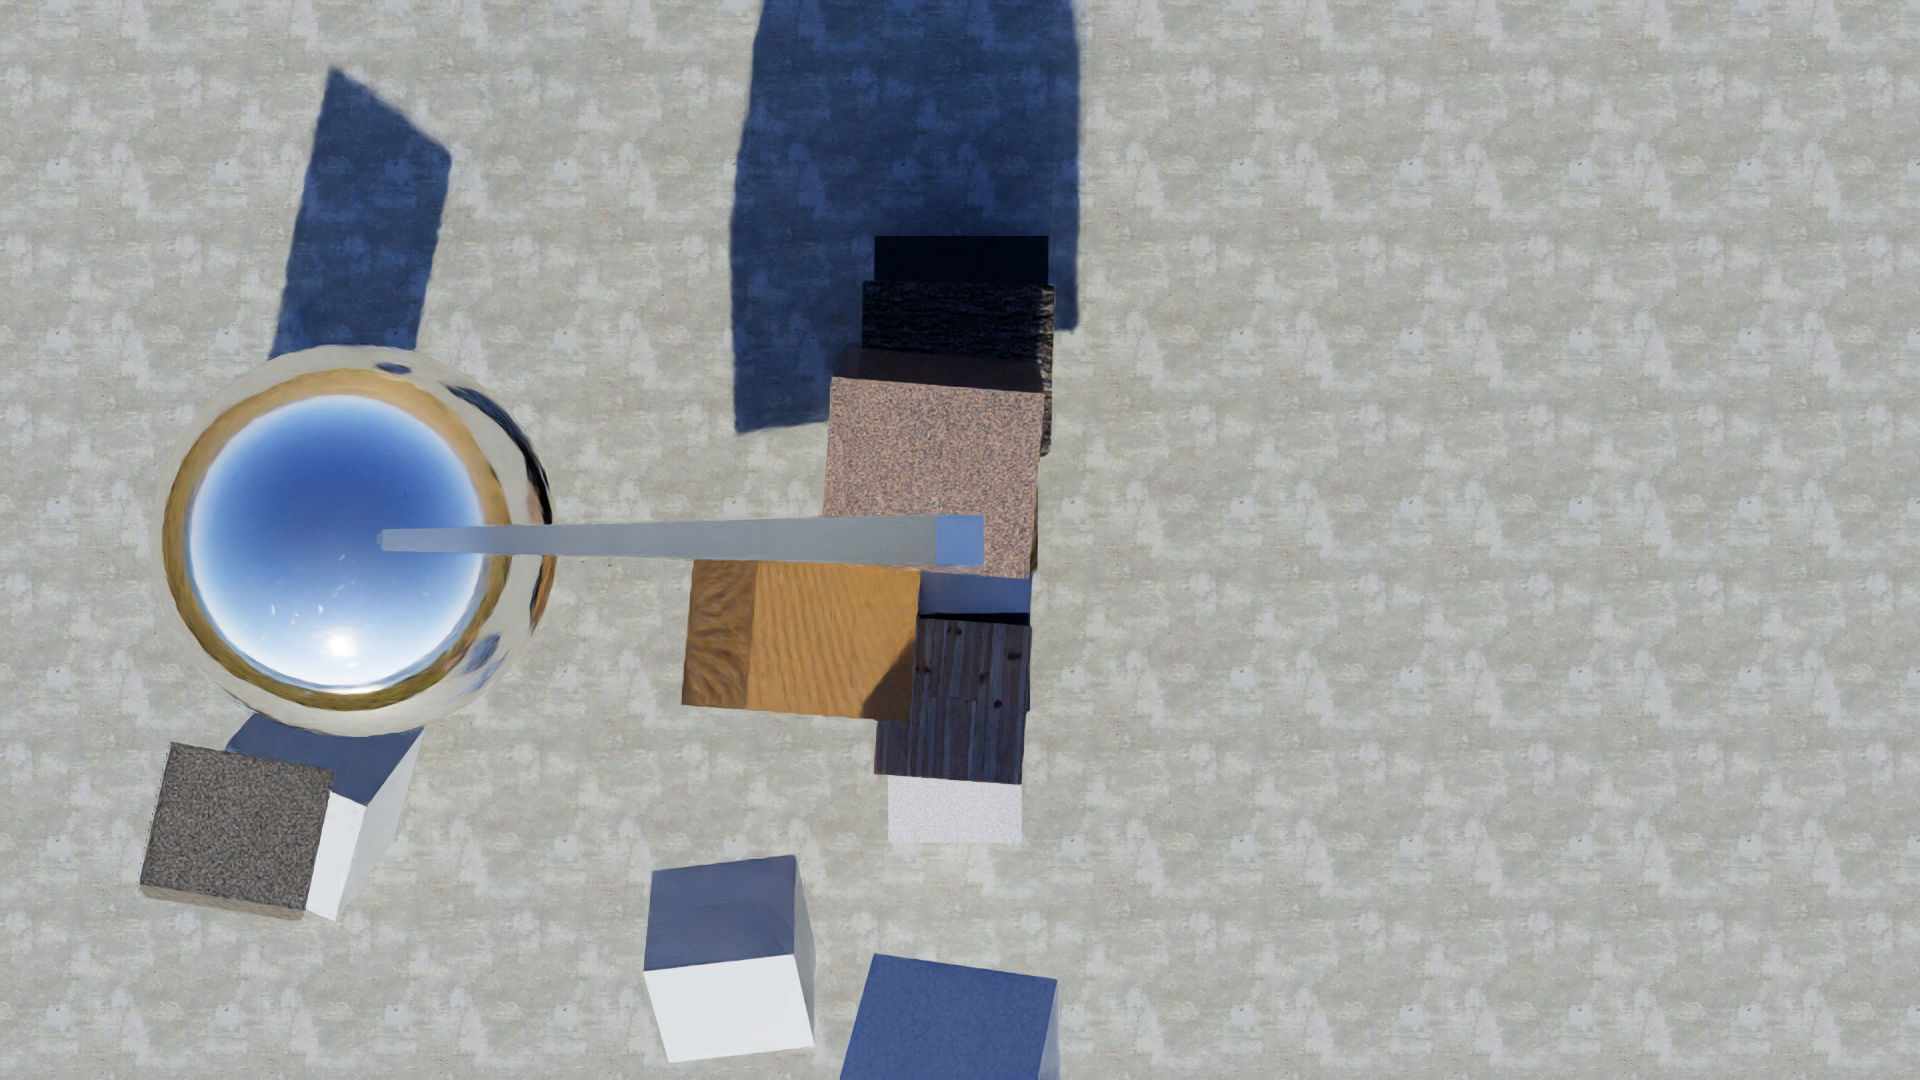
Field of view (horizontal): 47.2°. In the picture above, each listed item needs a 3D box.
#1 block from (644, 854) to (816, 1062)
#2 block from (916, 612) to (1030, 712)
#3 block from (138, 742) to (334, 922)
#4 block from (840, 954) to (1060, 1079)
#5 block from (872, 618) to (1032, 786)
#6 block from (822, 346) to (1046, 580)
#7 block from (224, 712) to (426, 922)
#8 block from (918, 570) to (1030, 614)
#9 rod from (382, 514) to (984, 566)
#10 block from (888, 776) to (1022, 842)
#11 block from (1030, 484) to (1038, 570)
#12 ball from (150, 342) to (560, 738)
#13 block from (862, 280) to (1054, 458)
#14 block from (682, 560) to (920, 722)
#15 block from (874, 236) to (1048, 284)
[{"bbox_3d":[-1.139,2.093,11.016,0.730,0.687,0.658,-7,126,1],"label":"block"},{"bbox_3d":[-0.011,0.572,12.617,0.802,0.765,0.762,0,90,0],"label":"block"},{"bbox_3d":[-3.710,1.515,11.305,0.798,0.765,0.712,12,73,-15],"label":"block"},{"bbox_3d":[-0.040,2.595,10.423,0.888,0.821,0.818,6,135,10],"label":"block"},{"bbox_3d":[-0.036,0.851,11.759,0.763,0.898,0.818,4,86,0],"label":"block"},{"bbox_3d":[-0.132,-0.394,10.716,0.988,0.950,0.887,5,103,-1],"label":"block"},{"bbox_3d":[-3.655,1.438,12.431,0.827,0.754,0.925,24,123,0],"label":"block"},{"bbox_3d":[0.019,-0.028,11.739,0.678,0.700,0.815,-1,90,0],"label":"block"},{"bbox_3d":[-1.055,0.000,5.815,0.080,5.200,0.080,0,90,-24],"label":"rod"},{"bbox_3d":[-0.028,1.323,12.601,0.740,0.799,0.711,0,90,0],"label":"block"},{"bbox_3d":[0.015,-0.296,12.545,0.820,0.911,0.931,0,90,0],"label":"block"},{"bbox_3d":[-2.435,0.000,8.923,1.600,1.600,1.600,0,90,0],"label":"ball"},{"bbox_3d":[-0.016,-0.888,11.638,0.977,0.903,0.842,1,90,0],"label":"block"},{"bbox_3d":[-0.816,0.483,11.177,0.880,0.859,0.796,7,85,-28],"label":"block"},{"bbox_3d":[0.007,-1.220,12.559,0.956,0.883,0.914,0,90,0],"label":"block"}]
